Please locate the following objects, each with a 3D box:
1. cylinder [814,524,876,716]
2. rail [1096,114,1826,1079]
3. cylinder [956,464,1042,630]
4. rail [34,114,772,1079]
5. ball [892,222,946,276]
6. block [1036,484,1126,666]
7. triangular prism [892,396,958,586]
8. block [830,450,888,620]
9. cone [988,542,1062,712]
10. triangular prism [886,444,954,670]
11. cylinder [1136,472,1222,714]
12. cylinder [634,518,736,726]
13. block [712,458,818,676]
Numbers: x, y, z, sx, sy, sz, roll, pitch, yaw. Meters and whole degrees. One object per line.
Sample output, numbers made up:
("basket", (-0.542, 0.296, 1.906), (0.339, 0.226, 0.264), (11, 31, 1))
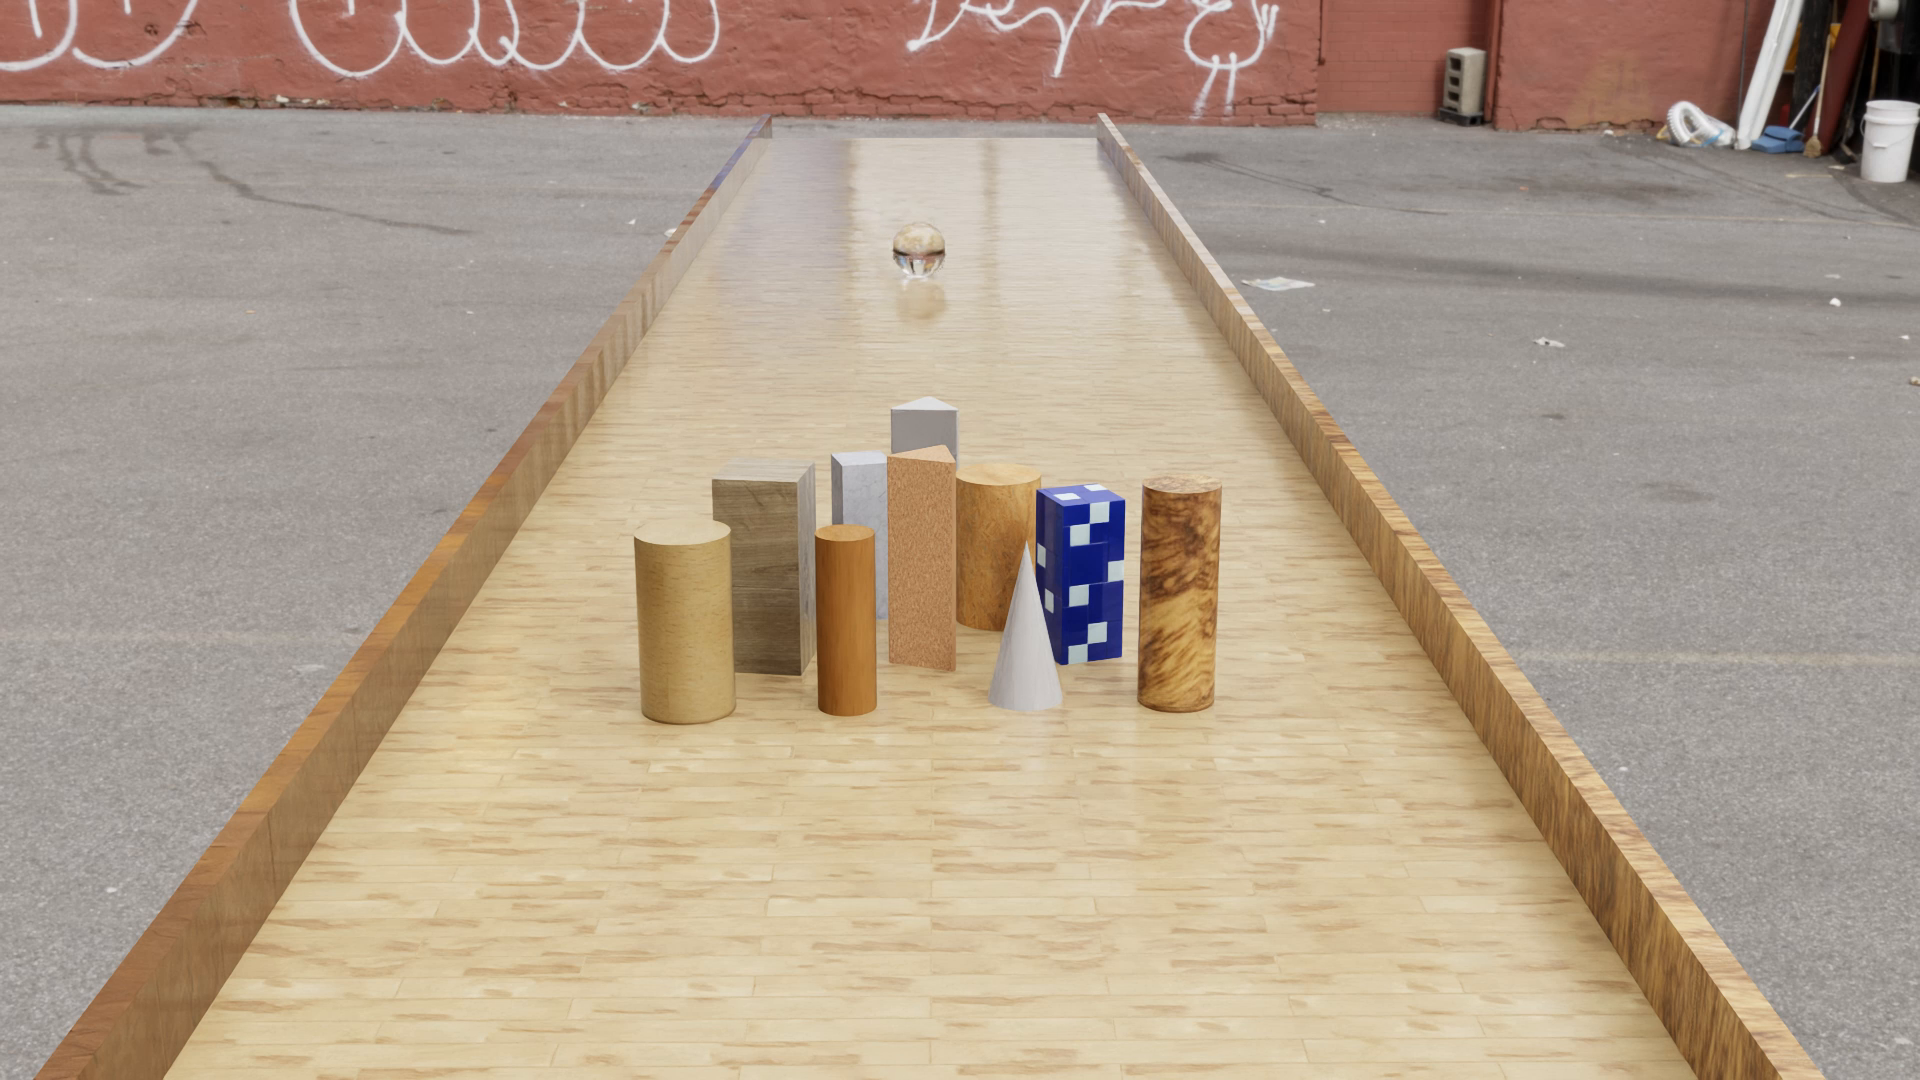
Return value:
("cylinder", (-0.213, 0.150, 4.121), (0.112, 0.342, 0.112), (0, 17, 0))
("rail", (0.932, -0.844, 7.801), (0.050, 0.150, 12.000), (0, 17, -1))
("cylinder", (0.079, 0.013, 4.631), (0.180, 0.315, 0.180), (0, 17, 0))
("rail", (-1.118, -0.838, 7.780), (0.050, 0.150, 12.000), (0, 17, -1))
("ball", (-0.163, -1.155, 8.733), (0.215, 0.215, 0.215), (0, 17, 0))
("block", (0.240, 0.067, 4.422), (0.134, 0.329, 0.134), (-6, 18, -20))
("triangular prism", (-0.072, -0.109, 4.889), (0.146, 0.402, 0.126), (1, 17, 4))
("block", (-0.207, -0.008, 4.652), (0.106, 0.343, 0.106), (-5, 17, -15))
("cone", (0.125, 0.151, 4.166), (0.145, 0.316, 0.145), (0, 17, 0))
("triangular prism", (-0.054, 0.032, 4.373), (0.141, 0.426, 0.122), (6, 18, 21))
("cylinder", (0.412, 0.099, 4.141), (0.148, 0.429, 0.148), (0, 17, 0))
("cylinder", (-0.513, 0.151, 4.108), (0.178, 0.348, 0.178), (0, 17, 0))
("block", (-0.383, 0.051, 4.362), (0.168, 0.395, 0.168), (2, 17, 8))
